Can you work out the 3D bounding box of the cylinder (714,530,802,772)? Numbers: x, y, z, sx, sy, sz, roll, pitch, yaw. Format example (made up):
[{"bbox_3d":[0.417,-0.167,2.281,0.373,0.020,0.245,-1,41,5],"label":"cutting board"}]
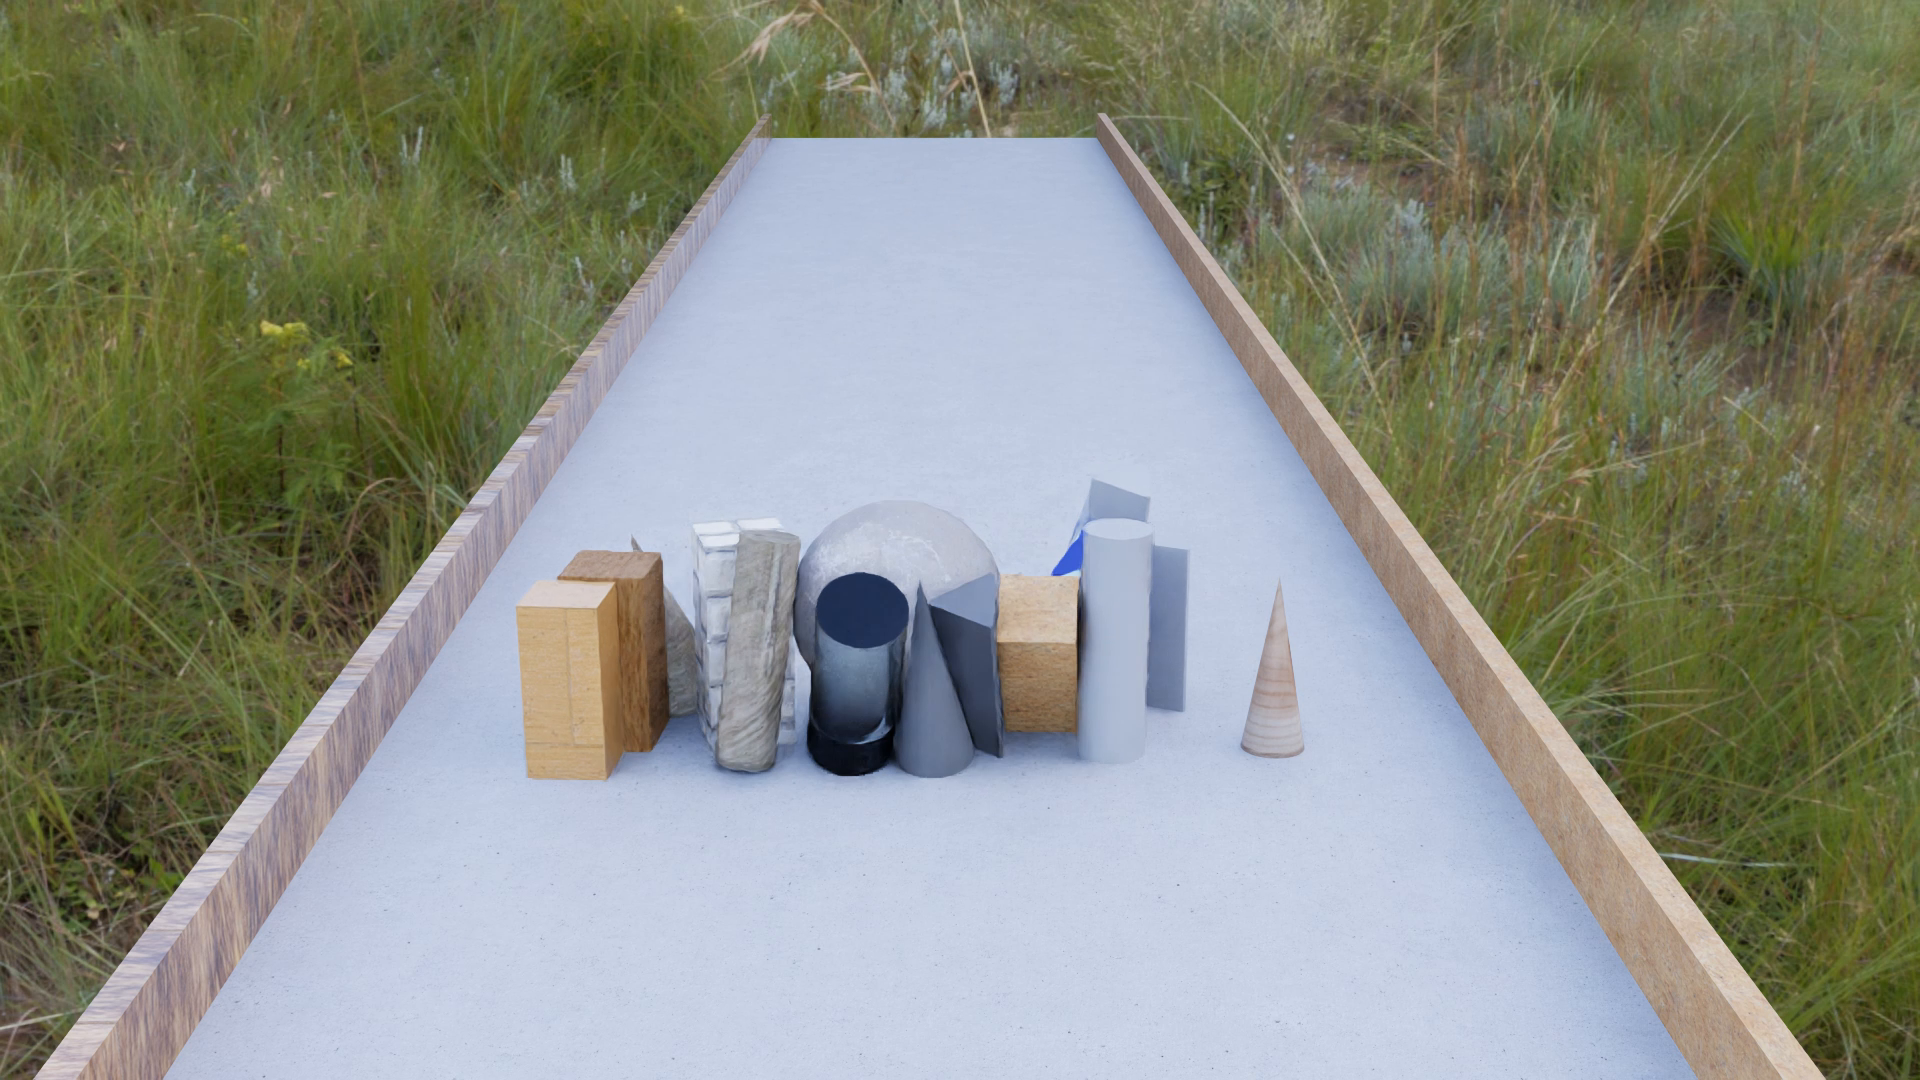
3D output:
[{"bbox_3d":[-0.354,0.192,3.842,0.108,0.409,0.108,7,11,-1],"label":"cylinder"}]

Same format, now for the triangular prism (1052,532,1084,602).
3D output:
[{"bbox_3d":[0.214,0.131,4.093,0.152,0.369,0.132,5,51,-6],"label":"triangular prism"}]

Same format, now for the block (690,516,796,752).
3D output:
[{"bbox_3d":[-0.392,0.168,3.981,0.154,0.385,0.154,-5,18,-15],"label":"block"}]

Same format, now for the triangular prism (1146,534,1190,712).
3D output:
[{"bbox_3d":[0.398,0.154,4.150,0.098,0.319,0.085,8,18,26],"label":"triangular prism"}]

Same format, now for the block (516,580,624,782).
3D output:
[{"bbox_3d":[-0.678,0.245,3.841,0.140,0.318,0.140,1,17,4],"label":"block"}]

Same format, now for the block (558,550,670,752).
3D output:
[{"bbox_3d":[-0.624,0.200,3.976,0.152,0.328,0.152,1,17,5],"label":"block"}]

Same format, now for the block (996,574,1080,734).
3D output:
[{"bbox_3d":[0.145,0.208,3.940,0.136,0.323,0.136,1,57,5],"label":"block"}]

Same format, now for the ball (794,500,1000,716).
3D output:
[{"bbox_3d":[-0.113,0.124,4.016,0.395,0.395,0.395,0,17,0],"label":"ball"}]

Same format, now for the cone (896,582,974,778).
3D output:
[{"bbox_3d":[-0.056,0.221,3.793,0.141,0.369,0.141,-3,31,2],"label":"cone"}]

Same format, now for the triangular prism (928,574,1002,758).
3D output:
[{"bbox_3d":[0.038,0.213,3.859,0.126,0.339,0.109,20,49,24],"label":"triangular prism"}]

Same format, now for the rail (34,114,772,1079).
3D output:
[{"bbox_3d":[-1.118,-0.838,7.780,0.050,0.150,12.000,0,17,-1],"label":"rail"}]

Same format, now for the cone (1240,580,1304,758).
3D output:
[{"bbox_3d":[0.564,0.219,3.926,0.115,0.322,0.115,0,17,0],"label":"cone"}]

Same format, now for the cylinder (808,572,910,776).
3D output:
[{"bbox_3d":[-0.176,0.234,3.732,0.153,0.388,0.153,3,52,-4],"label":"cylinder"}]

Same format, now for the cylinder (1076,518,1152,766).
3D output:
[{"bbox_3d":[0.271,0.180,3.878,0.121,0.420,0.121,1,18,0],"label":"cylinder"}]

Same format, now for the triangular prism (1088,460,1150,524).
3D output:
[{"bbox_3d":[0.321,0.042,4.302,0.123,0.417,0.106,21,40,23],"label":"triangular prism"}]

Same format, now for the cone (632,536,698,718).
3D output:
[{"bbox_3d":[-0.561,0.139,4.085,0.173,0.349,0.173,-11,27,6],"label":"cone"}]

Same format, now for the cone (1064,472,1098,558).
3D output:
[{"bbox_3d":[0.254,0.019,4.340,0.165,0.451,0.165,1,49,-1],"label":"cone"}]

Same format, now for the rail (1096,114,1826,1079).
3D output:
[{"bbox_3d":[0.932,-0.844,7.801,0.050,0.150,12.000,0,17,-1],"label":"rail"}]
